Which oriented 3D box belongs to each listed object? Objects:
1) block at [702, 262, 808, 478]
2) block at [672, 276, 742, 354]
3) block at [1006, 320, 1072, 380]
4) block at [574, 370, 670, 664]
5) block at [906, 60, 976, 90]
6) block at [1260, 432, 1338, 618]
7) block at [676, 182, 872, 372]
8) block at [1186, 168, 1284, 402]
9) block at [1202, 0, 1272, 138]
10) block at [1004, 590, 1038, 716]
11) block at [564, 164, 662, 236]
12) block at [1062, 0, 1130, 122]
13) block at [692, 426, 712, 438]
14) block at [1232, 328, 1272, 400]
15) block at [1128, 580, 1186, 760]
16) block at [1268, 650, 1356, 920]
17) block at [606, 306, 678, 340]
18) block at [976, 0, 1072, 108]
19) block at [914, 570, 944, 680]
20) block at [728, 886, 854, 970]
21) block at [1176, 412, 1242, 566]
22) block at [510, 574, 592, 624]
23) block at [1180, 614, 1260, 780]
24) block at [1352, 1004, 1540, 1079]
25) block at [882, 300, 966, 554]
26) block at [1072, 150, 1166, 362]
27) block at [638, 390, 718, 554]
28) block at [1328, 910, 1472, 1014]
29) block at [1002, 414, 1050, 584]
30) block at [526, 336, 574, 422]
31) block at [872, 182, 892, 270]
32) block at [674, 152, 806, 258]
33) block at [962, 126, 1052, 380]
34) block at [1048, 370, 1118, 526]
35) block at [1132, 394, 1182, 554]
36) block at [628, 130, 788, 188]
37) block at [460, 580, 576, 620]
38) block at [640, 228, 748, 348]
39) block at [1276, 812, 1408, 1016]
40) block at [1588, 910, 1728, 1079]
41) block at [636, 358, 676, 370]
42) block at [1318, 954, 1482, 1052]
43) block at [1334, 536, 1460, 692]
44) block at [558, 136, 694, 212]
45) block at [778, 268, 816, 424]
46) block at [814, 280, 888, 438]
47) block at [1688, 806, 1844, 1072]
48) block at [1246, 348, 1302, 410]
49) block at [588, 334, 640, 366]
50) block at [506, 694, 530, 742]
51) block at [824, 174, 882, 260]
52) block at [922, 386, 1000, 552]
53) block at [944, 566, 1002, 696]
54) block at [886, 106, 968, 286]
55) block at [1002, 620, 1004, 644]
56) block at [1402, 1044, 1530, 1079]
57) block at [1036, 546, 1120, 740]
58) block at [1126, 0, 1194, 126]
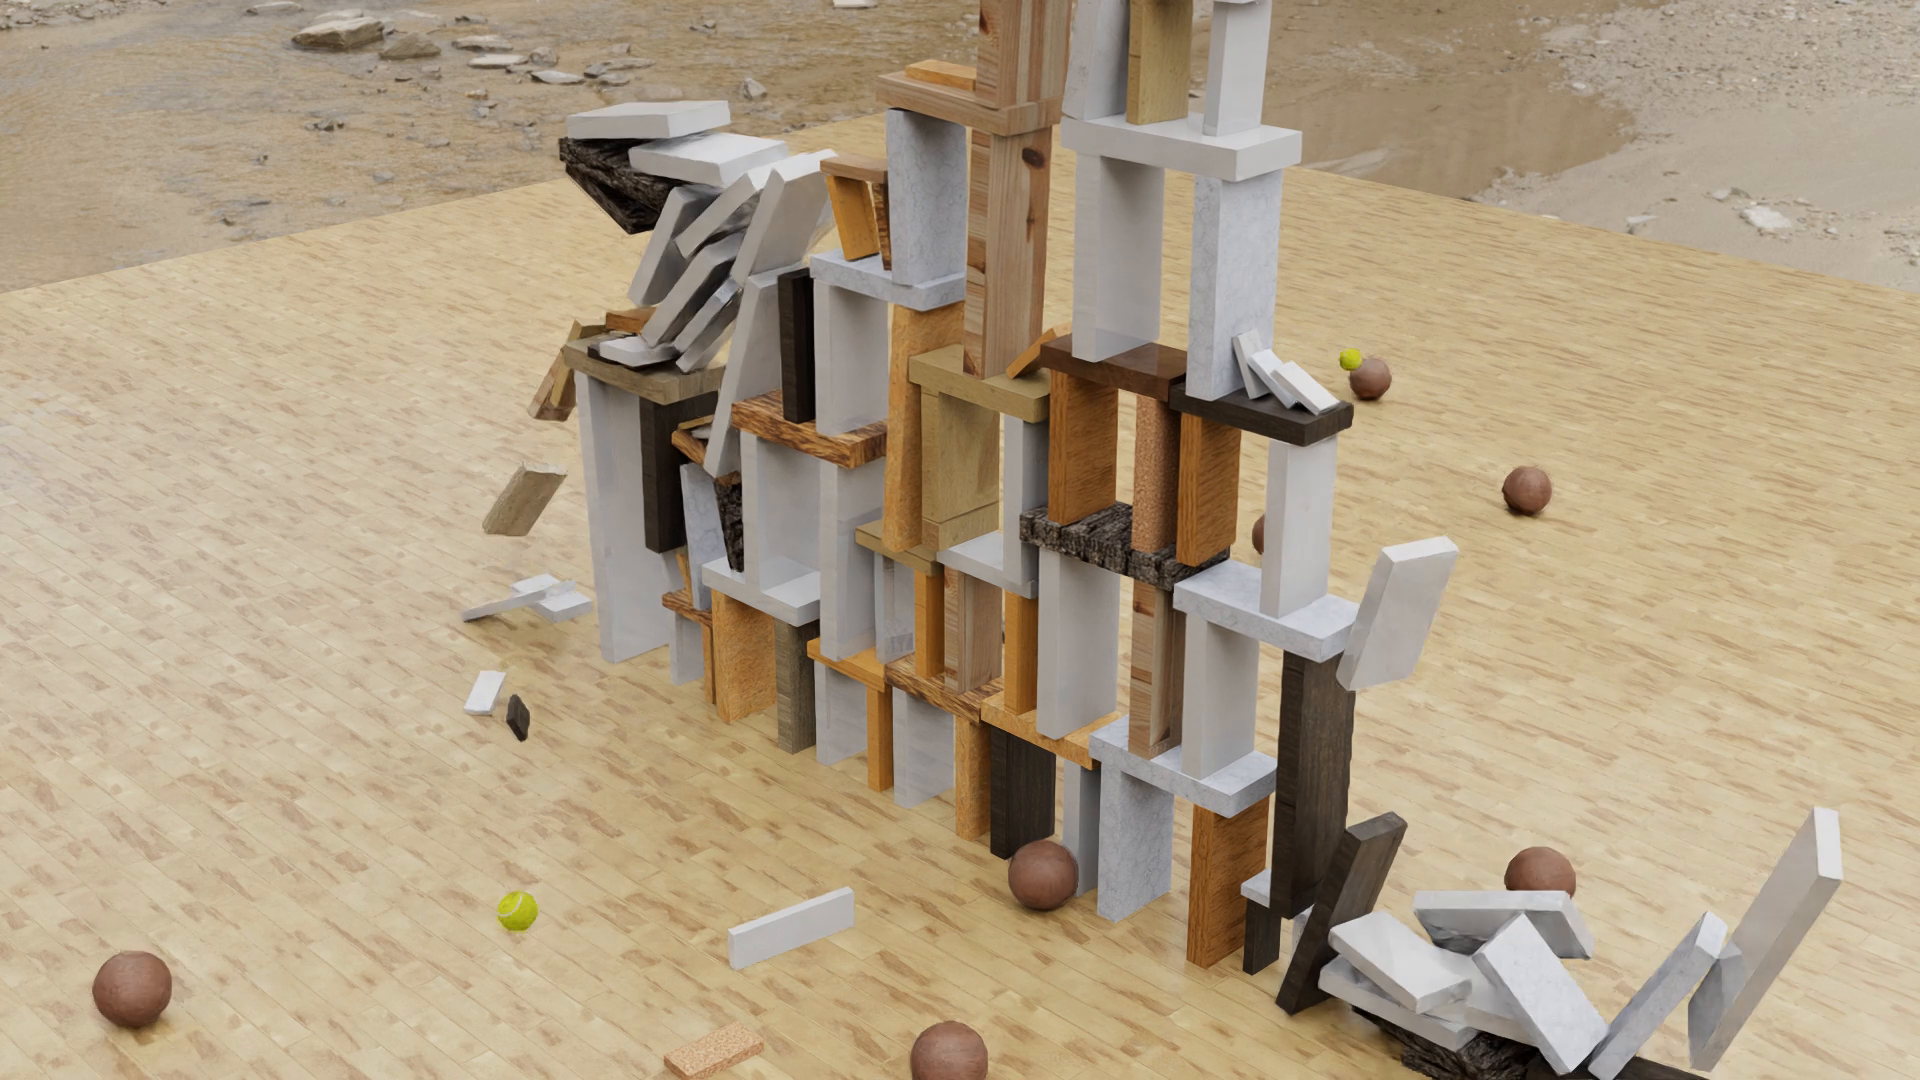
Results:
[{"bbox_3d":[-0.415,-0.345,4.519,0.148,0.477,0.042,-22,52,-42],"label":"block"},{"bbox_3d":[-0.512,-0.475,4.540,0.030,0.214,0.107,43,50,-7],"label":"block"},{"bbox_3d":[0.152,-0.340,3.916,0.076,0.021,0.151,-22,-12,-41],"label":"block"},{"bbox_3d":[-0.763,-0.068,5.030,0.177,0.695,0.050,-21,28,-41],"label":"block"},{"bbox_3d":[-0.016,-0.824,3.893,0.147,0.021,0.073,19,30,31],"label":"block"},{"bbox_3d":[0.556,-0.035,3.608,0.038,0.307,0.135,21,31,40],"label":"block"},{"bbox_3d":[-0.388,-0.557,4.593,0.030,0.563,0.107,47,22,3],"label":"block"},{"bbox_3d":[0.445,-0.425,3.569,0.050,0.366,0.177,18,29,37],"label":"block"},{"bbox_3d":[0.437,-0.749,3.462,0.106,0.211,0.030,-20,33,-39],"label":"block"},{"bbox_3d":[0.143,0.198,4.146,0.124,0.247,0.035,-18,29,-36],"label":"block"},{"bbox_3d":[-0.723,-0.742,4.684,0.118,0.033,0.236,-21,56,-41],"label":"block"},{"bbox_3d":[0.268,-0.860,3.551,0.173,0.346,0.049,-19,40,-38],"label":"block"},{"bbox_3d":[-0.524,-0.230,4.697,0.048,0.014,0.096,-21,18,-41],"label":"block"},{"bbox_3d":[0.477,-0.287,3.579,0.015,0.105,0.053,-11,9,46],"label":"block"},{"bbox_3d":[0.376,0.204,3.901,0.048,0.340,0.170,21,31,40],"label":"block"},{"bbox_3d":[0.602,0.395,3.740,0.044,0.500,0.154,21,30,40],"label":"block"},{"bbox_3d":[-0.659,-0.474,4.809,0.118,0.033,0.236,-14,20,-40],"label":"block"},{"bbox_3d":[0.114,-0.922,3.714,0.173,0.357,0.049,-21,35,-40],"label":"block"},{"bbox_3d":[-0.036,0.150,4.332,0.114,0.228,0.032,-20,30,-39],"label":"block"},{"bbox_3d":[-0.305,0.706,4.001,0.254,0.076,0.021,-15,27,-32],"label":"block"},{"bbox_3d":[0.422,-0.104,3.724,0.038,0.270,0.135,16,28,34],"label":"block"},{"bbox_3d":[-1.002,0.142,5.387,0.106,0.030,0.212,-18,29,-37],"label":"block"},{"bbox_3d":[0.456,0.250,3.835,0.044,0.308,0.154,21,31,40],"label":"block"},{"bbox_3d":[0.814,0.810,3.692,0.144,0.041,0.289,-17,27,-33],"label":"block"},{"bbox_3d":[-0.067,-0.226,4.204,0.155,0.499,0.044,-21,36,-40],"label":"block"},{"bbox_3d":[0.268,-0.494,3.715,0.050,0.354,0.177,20,30,39],"label":"block"},{"bbox_3d":[-0.611,-0.163,4.825,0.177,0.355,0.050,-21,32,-41],"label":"block"},{"bbox_3d":[0.728,0.697,3.645,0.115,0.033,0.229,-14,27,-25],"label":"block"},{"bbox_3d":[0.151,-0.094,4.016,0.161,0.321,0.046,-21,31,-40],"label":"block"},{"bbox_3d":[-0.902,-0.368,5.048,0.030,0.212,0.106,43,20,26],"label":"block"},{"bbox_3d":[-0.118,-0.593,4.104,0.023,0.162,0.081,7,22,42],"label":"block"},{"bbox_3d":[-0.433,-0.667,4.397,0.153,0.043,0.307,-27,-3,-40],"label":"block"},{"bbox_3d":[0.084,-0.518,3.910,0.045,0.451,0.158,24,33,39],"label":"block"},{"bbox_3d":[0.219,-0.180,3.889,0.040,0.281,0.140,20,30,39],"label":"block"},{"bbox_3d":[0.357,-0.130,3.771,0.040,0.281,0.140,20,30,38],"label":"block"},{"bbox_3d":[-0.509,-0.774,4.440,0.165,0.047,0.330,-26,28,-33],"label":"block"},{"bbox_3d":[-1.042,0.142,5.175,0.082,0.023,0.406,-22,6,-41],"label":"block"},{"bbox_3d":[-0.534,-0.525,4.565,0.153,0.322,0.043,-33,84,-41],"label":"block"},{"bbox_3d":[0.651,0.639,3.758,0.133,0.373,0.038,-11,37,-43],"label":"block"},{"bbox_3d":[1.101,0.722,3.471,0.038,0.286,0.135,37,26,13],"label":"block"},{"bbox_3d":[-0.666,-0.398,4.769,0.059,0.017,0.118,19,28,35],"label":"block"},{"bbox_3d":[0.756,0.763,3.705,0.271,0.038,0.135,20,30,41],"label":"block"},{"bbox_3d":[0.704,0.120,3.545,0.133,0.266,0.038,-10,41,-28],"label":"block"},{"bbox_3d":[-0.671,-0.787,4.614,0.165,0.047,0.341,-27,43,-38],"label":"block"},{"bbox_3d":[-0.287,-0.393,4.372,0.042,0.297,0.149,20,30,41],"label":"block"},{"bbox_3d":[-0.212,-0.371,4.301,0.044,0.310,0.155,22,31,40],"label":"block"},{"bbox_3d":[1.169,0.595,3.216,0.033,0.554,0.115,11,49,4],"label":"block"},{"bbox_3d":[0.515,-0.261,3.554,0.053,0.015,0.105,-24,69,-44],"label":"block"},{"bbox_3d":[-0.724,-0.422,4.816,0.083,0.024,0.167,20,30,37],"label":"block"},{"bbox_3d":[-0.959,0.385,4.776,0.017,0.059,0.118,-27,23,5],"label":"block"},{"bbox_3d":[-0.200,-0.619,4.169,0.023,0.162,0.081,-4,14,45],"label":"block"},{"bbox_3d":[0.002,-0.153,4.156,0.161,0.321,0.046,-21,31,-40],"label":"block"},{"bbox_3d":[0.026,0.159,4.262,0.035,0.266,0.124,21,31,40],"label":"block"},{"bbox_3d":[-0.057,-0.637,4.012,0.158,0.316,0.045,-21,28,-40],"label":"block"},{"bbox_3d":[0.006,0.224,5.202,0.517,0.024,0.083,-4,23,-9],"label":"block"},{"bbox_3d":[1.177,0.956,3.433,1.008,0.041,0.144,17,28,36],"label":"block"},{"bbox_3d":[0.219,0.163,4.054,0.048,0.383,0.170,21,31,40],"label":"block"},{"bbox_3d":[0.322,-0.782,3.540,0.106,0.211,0.030,-16,28,-32],"label":"block"}]
